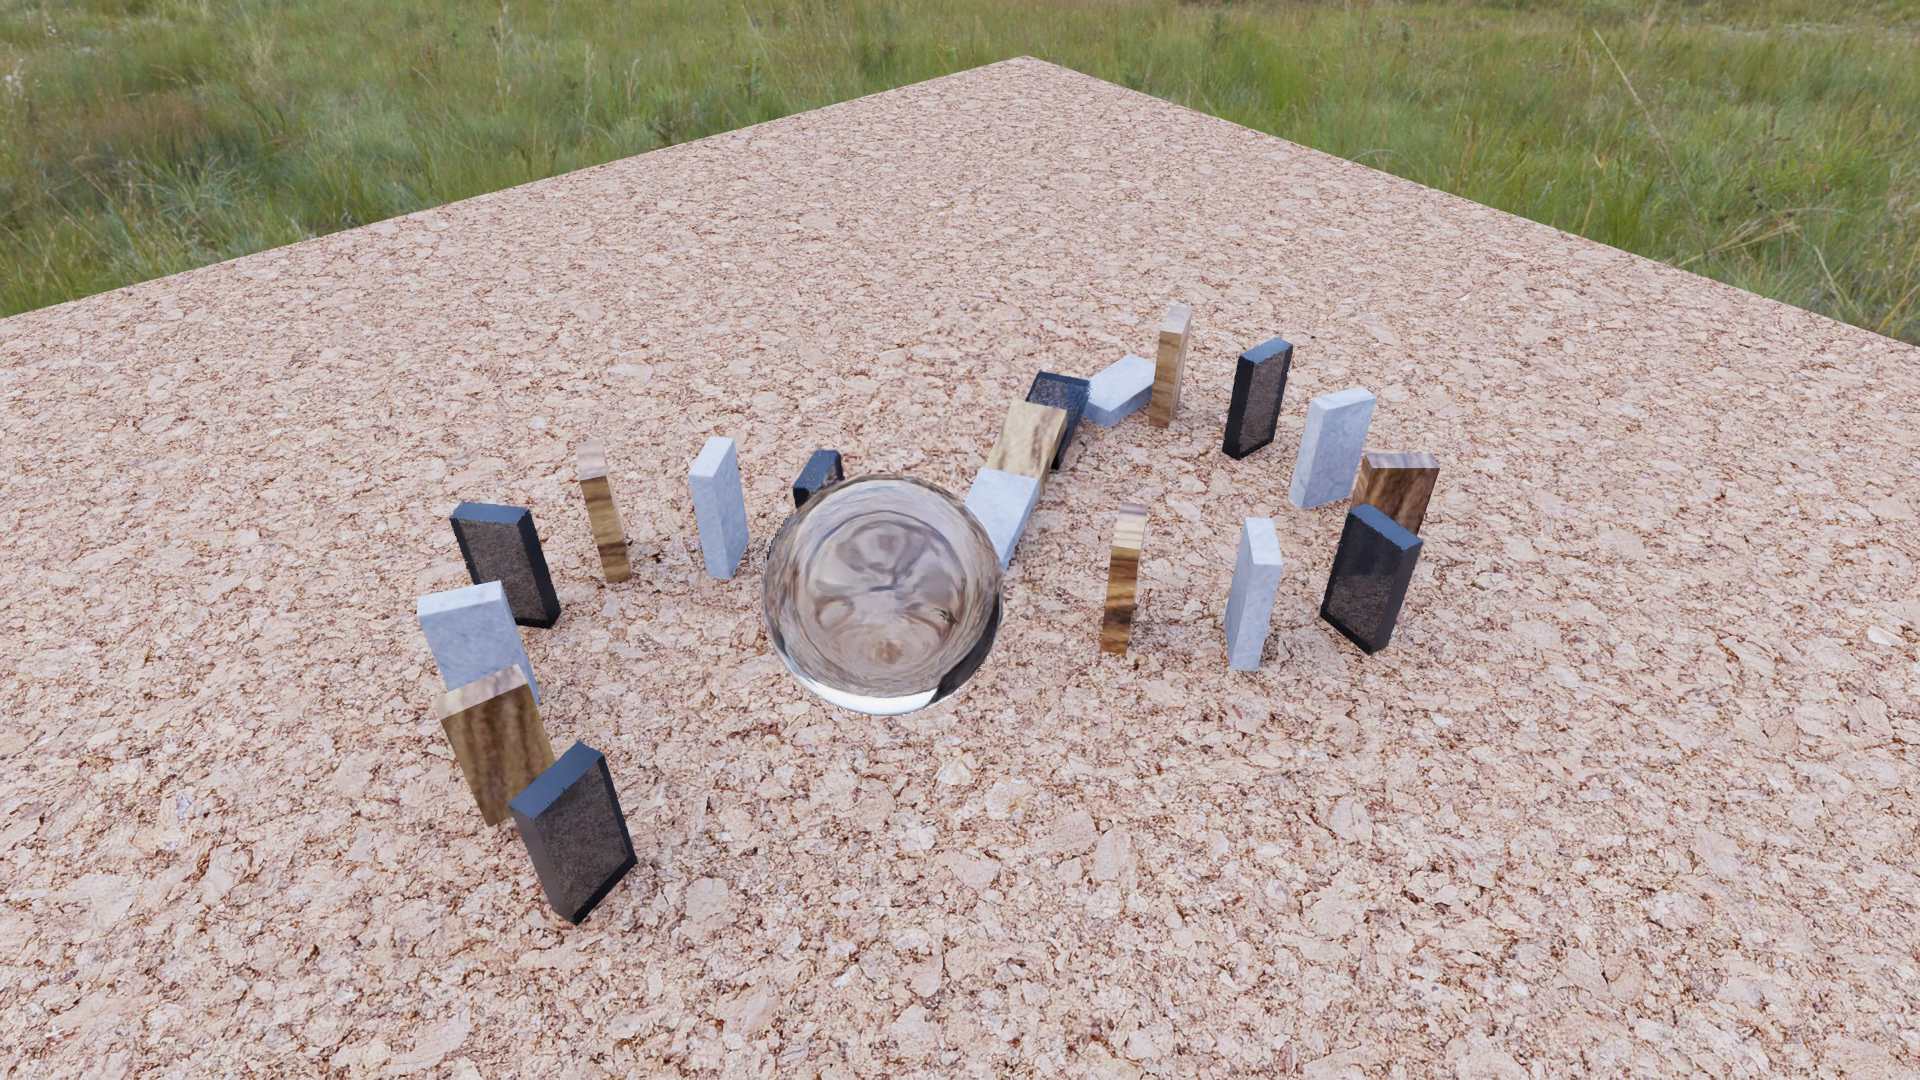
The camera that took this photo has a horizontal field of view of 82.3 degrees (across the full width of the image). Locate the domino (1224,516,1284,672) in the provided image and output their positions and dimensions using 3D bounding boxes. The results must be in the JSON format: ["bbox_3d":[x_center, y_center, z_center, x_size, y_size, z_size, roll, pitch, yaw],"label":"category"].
[{"bbox_3d":[0.103,0.019,0.388,0.009,0.050,0.025,3,39,4],"label":"domino"}]

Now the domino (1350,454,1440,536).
[{"bbox_3d":[0.164,-0.010,0.424,0.025,0.050,0.010,0,39,0],"label":"domino"}]

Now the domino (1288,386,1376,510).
[{"bbox_3d":[0.154,-0.038,0.457,0.025,0.050,0.010,-15,42,-17],"label":"domino"}]

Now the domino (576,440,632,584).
[{"bbox_3d":[-0.137,-0.011,0.425,0.009,0.050,0.025,-12,41,-14],"label":"domino"}]

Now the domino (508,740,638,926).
[{"bbox_3d":[-0.108,0.083,0.310,0.009,0.050,0.025,20,44,23],"label":"domino"}]

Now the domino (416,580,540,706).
[{"bbox_3d":[-0.159,0.038,0.365,0.025,0.050,0.009,-12,41,-14],"label":"domino"}]

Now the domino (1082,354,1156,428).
[{"bbox_3d":[0.077,-0.073,0.532,0.025,0.010,0.050,30,48,32],"label":"domino"}]

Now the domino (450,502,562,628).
[{"bbox_3d":[-0.164,0.010,0.400,0.025,0.050,0.009,6,40,7],"label":"domino"}]

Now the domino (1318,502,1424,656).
[{"bbox_3d":[0.146,0.014,0.394,0.009,0.050,0.025,-21,44,-23],"label":"domino"}]

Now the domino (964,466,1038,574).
[{"bbox_3d":[0.012,-0.006,0.444,0.025,0.009,0.050,14,52,16],"label":"domino"}]

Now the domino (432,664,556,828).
[{"bbox_3d":[-0.139,0.063,0.334,0.025,0.050,0.009,-24,45,-26],"label":"domino"}]

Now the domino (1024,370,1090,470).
[{"bbox_3d":[0.040,-0.055,0.503,0.025,0.009,0.050,13,53,16],"label":"domino"}]

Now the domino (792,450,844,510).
[{"bbox_3d":[-0.051,-0.006,0.419,0.009,0.050,0.025,6,39,14],"label":"domino"}]

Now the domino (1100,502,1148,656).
[{"bbox_3d":[0.059,0.014,0.394,0.010,0.050,0.025,9,40,10],"label":"domino"}]

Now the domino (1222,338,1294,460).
[{"bbox_3d":[0.132,-0.062,0.487,0.025,0.050,0.009,-27,47,-29],"label":"domino"}]

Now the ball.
[{"bbox_3d":[-0.025,0.018,0.366,0.080,0.080,0.080,0,39,0],"label":"ball"}]

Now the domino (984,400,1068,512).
[{"bbox_3d":[0.027,-0.037,0.478,0.025,0.010,0.050,13,58,16],"label":"domino"}]

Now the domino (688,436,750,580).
[{"bbox_3d":[-0.093,-0.012,0.426,0.009,0.050,0.025,6,40,7],"label":"domino"}]

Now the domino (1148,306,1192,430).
[{"bbox_3d":[0.097,-0.080,0.509,0.010,0.050,0.025,13,41,16],"label":"domino"}]
